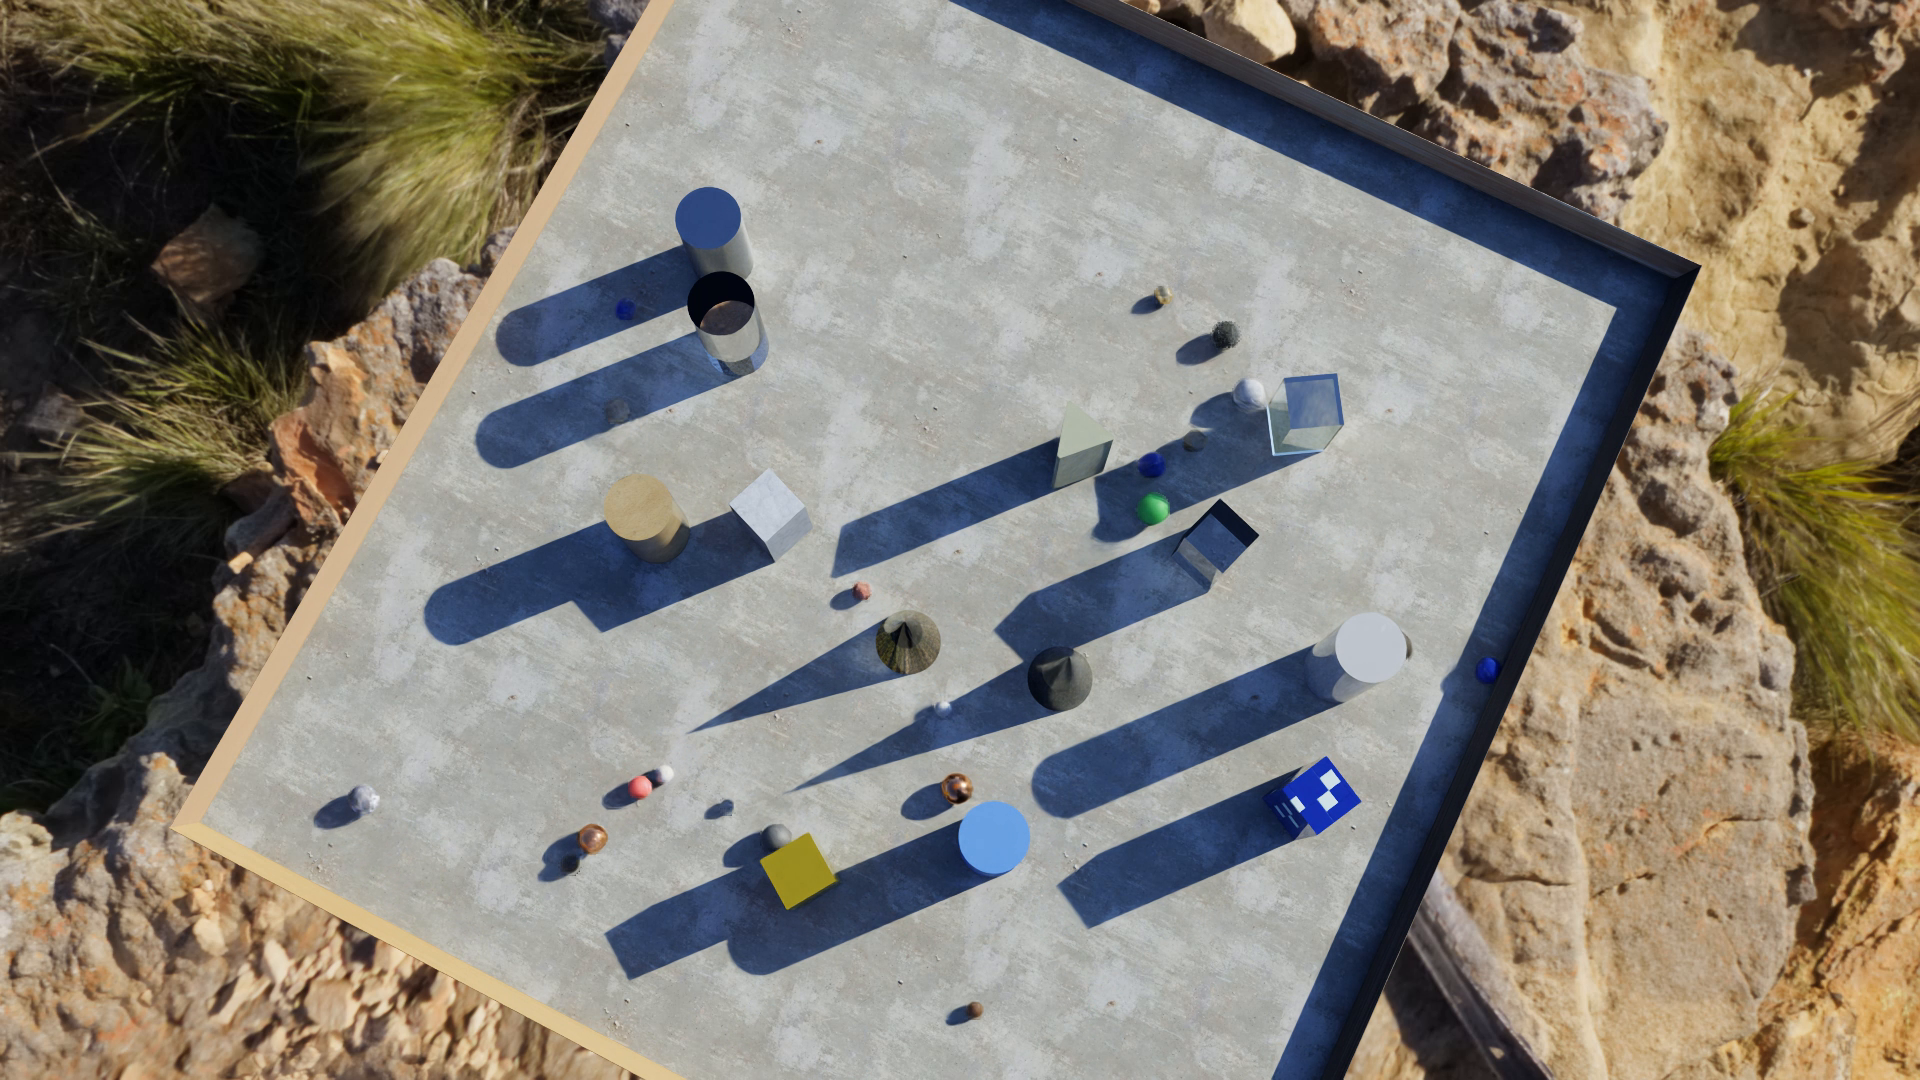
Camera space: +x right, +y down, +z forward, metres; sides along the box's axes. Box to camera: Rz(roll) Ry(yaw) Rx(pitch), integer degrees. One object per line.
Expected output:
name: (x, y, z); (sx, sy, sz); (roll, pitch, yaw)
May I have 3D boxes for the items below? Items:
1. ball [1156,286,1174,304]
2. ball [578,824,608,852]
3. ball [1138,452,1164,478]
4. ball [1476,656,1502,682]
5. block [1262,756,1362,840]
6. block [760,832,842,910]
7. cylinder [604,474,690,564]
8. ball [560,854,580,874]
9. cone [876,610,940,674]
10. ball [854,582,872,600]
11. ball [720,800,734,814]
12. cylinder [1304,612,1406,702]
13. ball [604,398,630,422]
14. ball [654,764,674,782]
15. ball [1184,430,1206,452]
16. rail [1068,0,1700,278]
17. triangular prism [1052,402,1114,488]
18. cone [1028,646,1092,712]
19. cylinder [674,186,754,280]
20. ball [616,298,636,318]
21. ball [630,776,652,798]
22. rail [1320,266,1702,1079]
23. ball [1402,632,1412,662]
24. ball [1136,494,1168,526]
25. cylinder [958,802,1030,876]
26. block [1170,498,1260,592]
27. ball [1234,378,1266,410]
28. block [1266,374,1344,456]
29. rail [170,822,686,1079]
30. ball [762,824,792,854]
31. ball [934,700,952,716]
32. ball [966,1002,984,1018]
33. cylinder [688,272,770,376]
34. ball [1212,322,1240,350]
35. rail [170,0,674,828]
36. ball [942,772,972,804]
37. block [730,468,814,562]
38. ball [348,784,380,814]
ball: (0.640, -0.766, 5.747); (0.056, 0.056, 0.056); (0, 78, 0)
ball: (-1.081, 0.878, 5.392); (0.085, 0.085, 0.085); (0, 78, 0)
ball: (0.586, -0.228, 5.622); (0.081, 0.081, 0.081); (0, 78, 0)
ball: (1.585, 0.389, 5.497); (0.077, 0.077, 0.077); (0, 78, 0)
block: (1.008, 0.747, 5.280); (0.158, 0.357, 0.158); (-35, 81, -7)
block: (-0.455, 0.956, 5.275); (0.158, 0.281, 0.158); (-30, 80, -6)
cylinder: (-0.927, -0.059, 5.450); (0.197, 0.351, 0.197); (0, 78, 0)
ball: (-1.148, 0.954, 5.392); (0.054, 0.054, 0.054); (0, 78, 0)
cone: (-0.156, 0.270, 5.361); (0.197, 0.390, 0.197); (0, 78, 0)
ball: (-0.295, 0.154, 5.556); (0.057, 0.057, 0.057); (0, 78, 0)
ball: (-0.690, 0.790, 5.432); (0.042, 0.042, 0.042); (0, 78, 0)
cylinder: (1.136, 0.345, 5.301); (0.197, 0.478, 0.197); (0, 78, 0)
ball: (-1.060, -0.401, 5.661); (0.075, 0.075, 0.075); (0, 78, 0)
ball: (-0.879, 0.695, 5.445); (0.054, 0.054, 0.054); (0, 78, 0)
ball: (0.722, -0.304, 5.644); (0.070, 0.070, 0.070); (0, 78, 0)
rail: (0.792, -1.545, 5.870); (3.334, 0.128, 0.045); (26, 80, 5)
triangular prism: (0.339, -0.295, 5.478); (0.171, 0.391, 0.148); (-19, 79, -4)
cone: (0.302, 0.370, 5.294); (0.197, 0.483, 0.197); (0, 78, 0)
cylinder: (-0.750, -0.923, 5.627); (0.197, 0.354, 0.197); (0, 78, 0)
ball: (-1.045, -0.724, 5.734); (0.064, 0.064, 0.064); (0, 78, 0)
ball: (-0.946, 0.732, 5.431); (0.066, 0.066, 0.066); (0, 78, 0)
rail: (1.470, 0.726, 5.400); (0.045, 0.128, 3.590); (26, 80, 5)
ball: (1.307, 0.322, 5.500); (0.099, 0.099, 0.099); (0, 78, 0)
ball: (0.586, -0.093, 5.587); (0.096, 0.096, 0.096); (0, 78, 0)
cylinder: (0.094, 0.858, 5.238); (0.197, 0.394, 0.197); (0, 78, 0)
block: (0.755, 0.019, 5.451); (0.158, 0.317, 0.158); (44, 82, 8)
ball: (0.893, -0.449, 5.660); (0.097, 0.097, 0.097); (0, 78, 0)
block: (1.040, -0.376, 5.534); (0.158, 0.314, 0.158); (-5, 78, -1)
rail: (-0.792, 1.558, 5.228); (3.334, 0.128, 0.045); (26, 80, 5)
ball: (-0.539, 0.878, 5.389); (0.089, 0.089, 0.089); (0, 78, 0)
ball: (-0.051, 0.506, 5.487); (0.049, 0.049, 0.049); (0, 78, 0)
ball: (0.043, 1.362, 5.310); (0.048, 0.048, 0.048); (0, 78, 0)
cylinder: (-0.697, -0.648, 5.541); (0.197, 0.411, 0.197); (0, 78, 0)
ball: (0.828, -0.635, 5.705); (0.084, 0.084, 0.084); (0, 78, 0)
rail: (-1.470, -0.713, 5.698); (0.045, 0.128, 3.590); (26, 80, 5)
ball: (-0.008, 0.735, 5.417); (0.093, 0.093, 0.093); (0, 78, 0)
block: (-0.561, -0.071, 5.476); (0.158, 0.304, 0.158); (-43, 81, -8)
ball: (-1.760, 0.767, 5.414); (0.087, 0.087, 0.087); (0, 78, 0)
